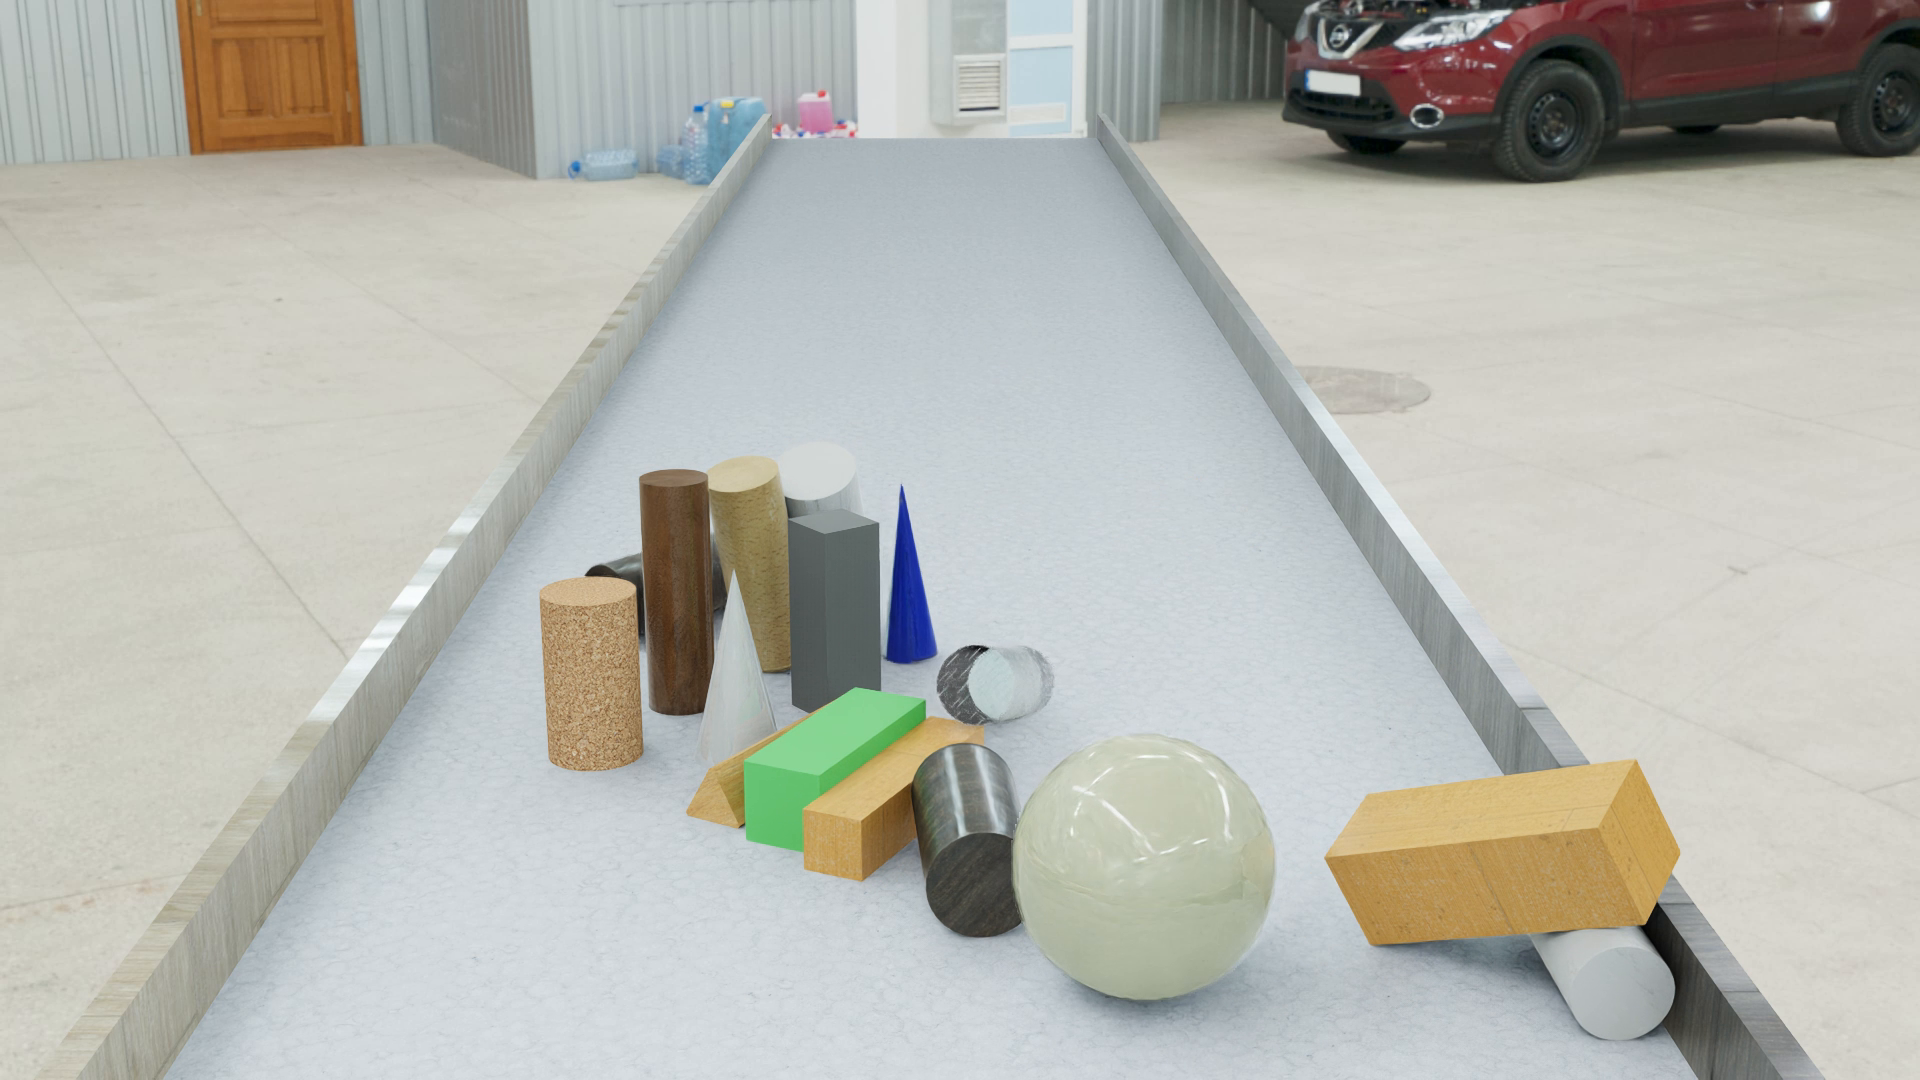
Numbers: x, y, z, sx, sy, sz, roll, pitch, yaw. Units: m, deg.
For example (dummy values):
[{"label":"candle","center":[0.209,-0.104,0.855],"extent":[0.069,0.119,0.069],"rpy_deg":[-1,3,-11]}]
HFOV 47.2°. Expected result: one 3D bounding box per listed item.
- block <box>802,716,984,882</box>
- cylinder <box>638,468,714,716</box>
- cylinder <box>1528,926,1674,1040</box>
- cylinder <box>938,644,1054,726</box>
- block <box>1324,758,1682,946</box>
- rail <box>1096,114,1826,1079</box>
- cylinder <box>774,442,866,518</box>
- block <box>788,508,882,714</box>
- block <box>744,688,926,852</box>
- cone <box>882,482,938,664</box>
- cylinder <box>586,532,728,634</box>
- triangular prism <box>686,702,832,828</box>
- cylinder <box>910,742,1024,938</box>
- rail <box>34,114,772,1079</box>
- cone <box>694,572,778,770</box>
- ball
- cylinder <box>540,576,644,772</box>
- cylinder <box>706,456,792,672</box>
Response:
[{"label":"block","center":[-0.102,0.420,3.633],"extent":[0.104,0.104,0.448],"rpy_deg":[8,18,25]},{"label":"cylinder","center":[-0.528,0.098,4.118],"extent":[0.128,0.444,0.128],"rpy_deg":[0,17,0]},{"label":"cylinder","center":[0.884,0.548,3.136],"extent":[0.140,0.140,0.409],"rpy_deg":[0,17,-1]},{"label":"cylinder","center":[0.068,0.256,3.933],"extent":[0.137,0.137,0.365],"rpy_deg":[4,-2,13]},{"label":"block","center":[0.762,0.446,3.112],"extent":[0.439,0.159,0.159],"rpy_deg":[-15,20,43]},{"label":"rail","center":[0.932,-0.844,7.801],"extent":[0.050,0.150,12.000],"rpy_deg":[0,17,-1]},{"label":"cylinder","center":[-0.270,0.006,4.450],"extent":[0.172,0.396,0.172],"rpy_deg":[-4,44,4]},{"label":"block","center":[-0.234,0.140,4.112],"extent":[0.122,0.367,0.122],"rpy_deg":[-12,21,-36]},{"label":"block","center":[-0.204,0.383,3.696],"extent":[0.139,0.139,0.378],"rpy_deg":[8,18,25]},{"label":"cone","center":[-0.108,0.055,4.394],"extent":[0.113,0.363,0.113],"rpy_deg":[-2,15,1]},{"label":"cylinder","center":[-0.590,0.085,4.660],"extent":[0.161,0.161,0.414],"rpy_deg":[14,21,38]},{"label":"triangular prism","center":[-0.304,0.370,3.808],"extent":[0.108,0.094,0.415],"rpy_deg":[10,19,29]},{"label":"cylinder","center":[0.019,0.457,3.394],"extent":[0.169,0.169,0.351],"rpy_deg":[-1,17,-5]},{"label":"rail","center":[-1.118,-0.838,7.780],"extent":[0.050,0.150,12.000],"rpy_deg":[0,17,-1]},{"label":"cone","center":[-0.394,0.216,3.881],"extent":[0.161,0.352,0.161],"rpy_deg":[0,17,0]},{"label":"ball","center":[0.256,0.452,3.059],"extent":[0.368,0.368,0.368],"rpy_deg":[0,17,0]},{"label":"cylinder","center":[-0.652,0.236,3.897],"extent":[0.168,0.306,0.168],"rpy_deg":[0,17,0]},{"label":"cylinder","center":[-0.393,0.049,4.303],"extent":[0.146,0.409,0.146],"rpy_deg":[-6,29,4]}]
